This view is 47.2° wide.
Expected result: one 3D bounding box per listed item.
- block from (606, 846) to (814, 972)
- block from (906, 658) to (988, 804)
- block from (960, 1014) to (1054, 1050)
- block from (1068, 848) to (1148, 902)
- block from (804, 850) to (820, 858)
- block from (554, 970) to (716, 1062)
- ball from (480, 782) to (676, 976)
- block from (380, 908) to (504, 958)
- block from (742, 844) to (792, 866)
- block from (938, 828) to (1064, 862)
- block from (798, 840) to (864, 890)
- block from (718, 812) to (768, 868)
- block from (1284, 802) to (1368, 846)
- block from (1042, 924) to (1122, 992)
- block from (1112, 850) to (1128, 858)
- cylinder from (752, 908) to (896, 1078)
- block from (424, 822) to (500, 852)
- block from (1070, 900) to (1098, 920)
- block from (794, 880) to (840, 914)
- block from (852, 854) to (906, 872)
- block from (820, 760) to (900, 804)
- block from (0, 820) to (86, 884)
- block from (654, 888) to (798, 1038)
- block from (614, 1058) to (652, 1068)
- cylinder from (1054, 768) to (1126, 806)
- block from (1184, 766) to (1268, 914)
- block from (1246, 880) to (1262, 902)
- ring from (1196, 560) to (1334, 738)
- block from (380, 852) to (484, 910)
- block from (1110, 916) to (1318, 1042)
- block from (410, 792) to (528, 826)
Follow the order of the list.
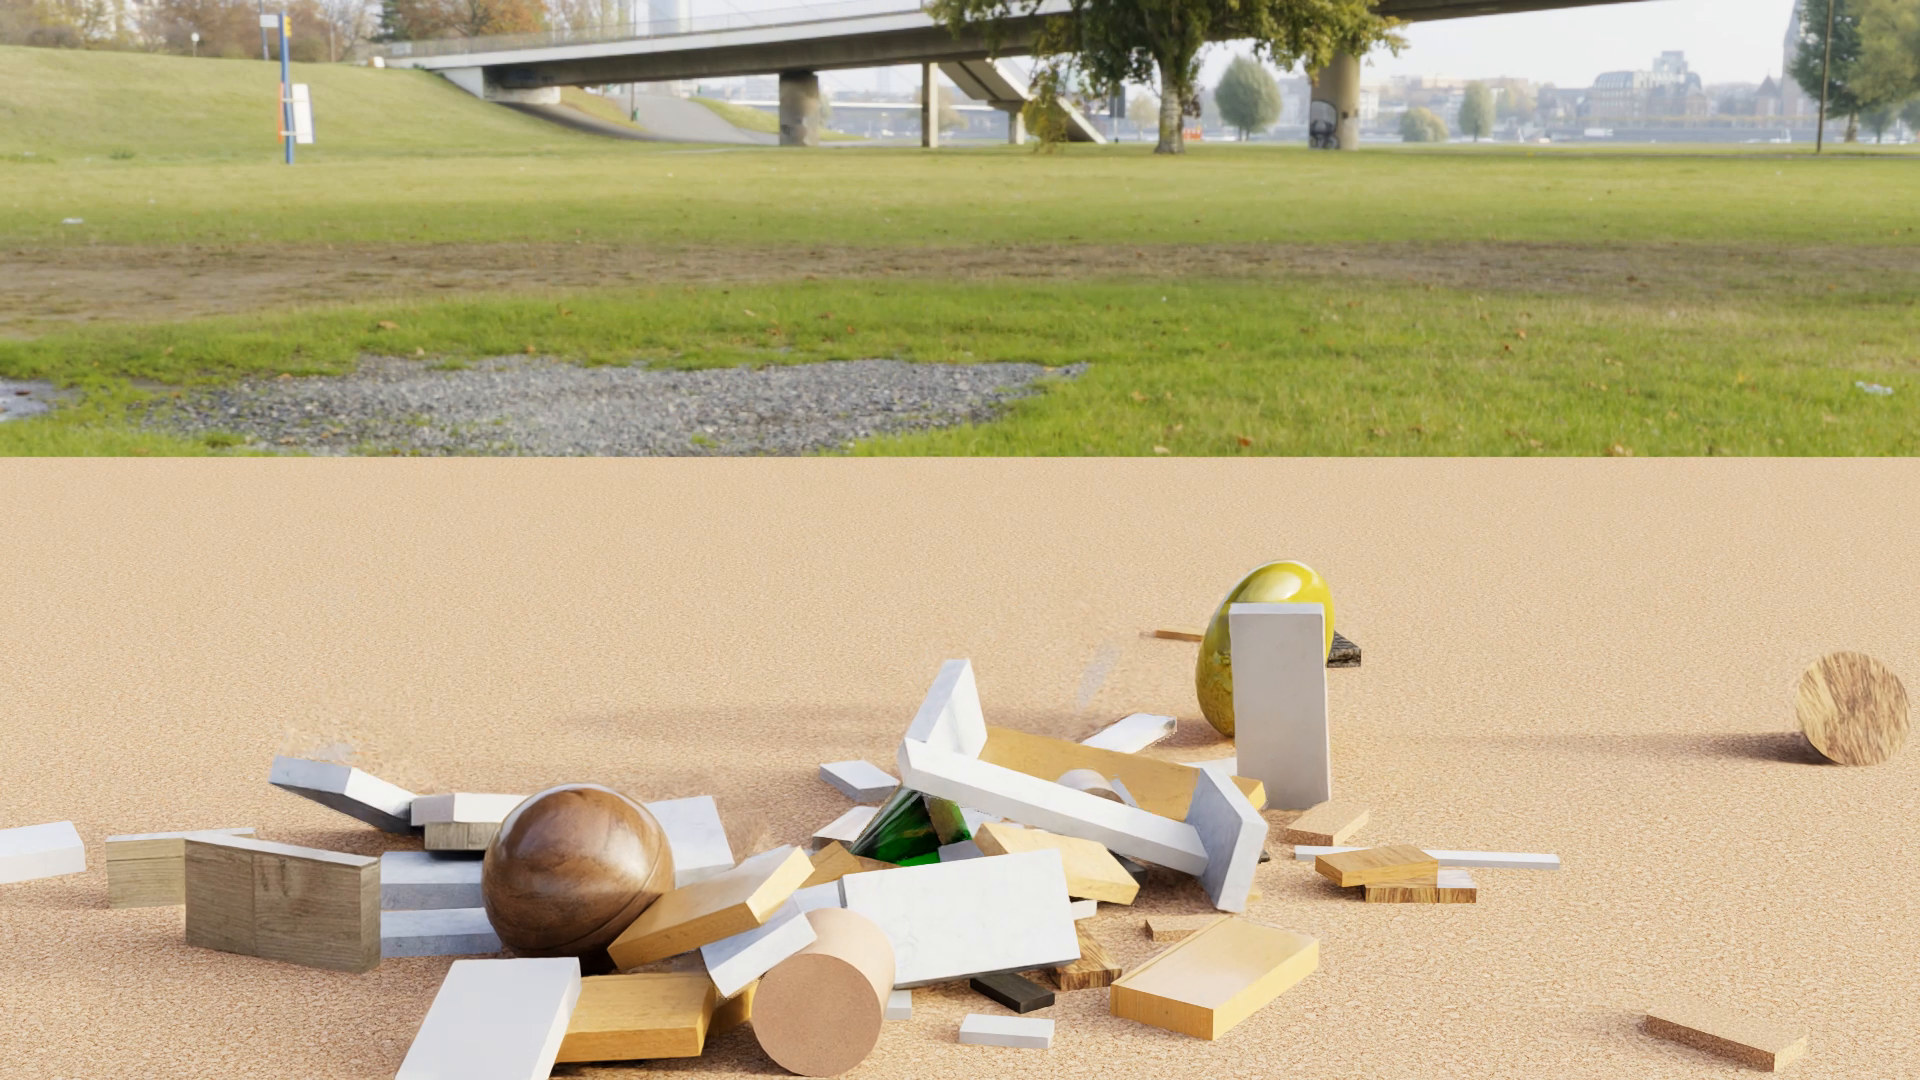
[{"bbox_3d":[-0.354,0.523,3.113,0.291,0.041,0.145,-24,11,36],"label":"block"},{"bbox_3d":[-0.026,0.377,4.141,0.049,0.173,0.346,-7,21,17],"label":"block"},{"bbox_3d":[0.066,0.689,3.085,0.125,0.018,0.063,2,11,10],"label":"block"},{"bbox_3d":[0.173,0.545,3.572,0.247,0.035,0.124,-2,15,-39],"label":"block"},{"bbox_3d":[-0.270,0.559,3.798,0.050,0.014,0.101,1,11,7],"label":"block"},{"bbox_3d":[-0.499,0.653,3.009,0.309,0.044,0.154,-3,17,4],"label":"block"},{"bbox_3d":[-0.573,0.509,3.308,0.290,0.290,0.290,0,11,0],"label":"ball"},{"bbox_3d":[-0.831,0.615,3.446,0.230,0.033,0.115,-1,11,-7],"label":"block"},{"bbox_3d":[-0.344,0.552,3.711,0.129,0.018,0.064,-20,12,-2],"label":"block"},{"bbox_3d":[0.088,0.506,3.624,0.125,0.035,0.249,-19,-14,32],"label":"block"},{"bbox_3d":[-0.245,0.555,3.543,0.165,0.023,0.082,-33,32,-16],"label":"block"},{"bbox_3d":[-0.409,0.530,3.723,0.093,0.026,0.186,-1,30,24],"label":"block"},{"bbox_3d":[0.667,0.517,3.990,0.091,0.026,0.182,6,12,30],"label":"block"},{"bbox_3d":[0.170,0.635,3.350,0.095,0.027,0.190,-3,11,-15],"label":"block"},{"bbox_3d":[0.191,0.556,3.781,0.182,0.026,0.091,-8,13,-35],"label":"block"},{"bbox_3d":[-0.185,0.620,3.026,0.176,0.176,0.176,1,11,4],"label":"cylinder"},{"bbox_3d":[-0.742,0.511,3.768,0.322,0.046,0.161,1,-11,-6],"label":"block"},{"bbox_3d":[0.087,0.582,3.524,0.248,0.035,0.124,-3,16,-39],"label":"block"},{"bbox_3d":[-0.227,0.574,3.294,0.309,0.044,0.154,-10,16,-26],"label":"block"},{"bbox_3d":[-0.143,0.559,3.592,0.165,0.023,0.082,12,36,1],"label":"block"},{"bbox_3d":[-0.191,0.467,4.260,0.095,0.027,0.190,-4,11,-26],"label":"block"},{"bbox_3d":[-1.683,0.548,3.769,0.322,0.046,0.161,-6,12,-29],"label":"block"},{"bbox_3d":[-0.298,0.625,3.287,0.154,0.044,0.403,6,16,31],"label":"block"},{"bbox_3d":[-0.531,0.674,3.117,0.299,0.037,0.129,7,12,32],"label":"block"},{"bbox_3d":[0.228,0.482,3.920,0.120,0.120,0.120,-2,11,-9],"label":"cylinder"},{"bbox_3d":[0.440,0.502,3.708,0.043,0.153,0.307,14,8,-9],"label":"block"},{"bbox_3d":[0.472,0.583,3.673,0.045,0.013,0.091,-1,11,-6],"label":"block"},{"bbox_3d":[0.637,0.229,4.581,0.132,0.396,0.396,25,24,36],"label":"ring"},{"bbox_3d":[-0.817,0.567,3.667,0.322,0.046,0.161,0,11,0],"label":"block"},{"bbox_3d":[0.380,0.644,3.250,0.167,0.047,0.334,7,13,34],"label":"block"},{"bbox_3d":[-0.764,0.476,3.832,0.334,0.047,0.167,8,-13,-38],"label":"block"}]
